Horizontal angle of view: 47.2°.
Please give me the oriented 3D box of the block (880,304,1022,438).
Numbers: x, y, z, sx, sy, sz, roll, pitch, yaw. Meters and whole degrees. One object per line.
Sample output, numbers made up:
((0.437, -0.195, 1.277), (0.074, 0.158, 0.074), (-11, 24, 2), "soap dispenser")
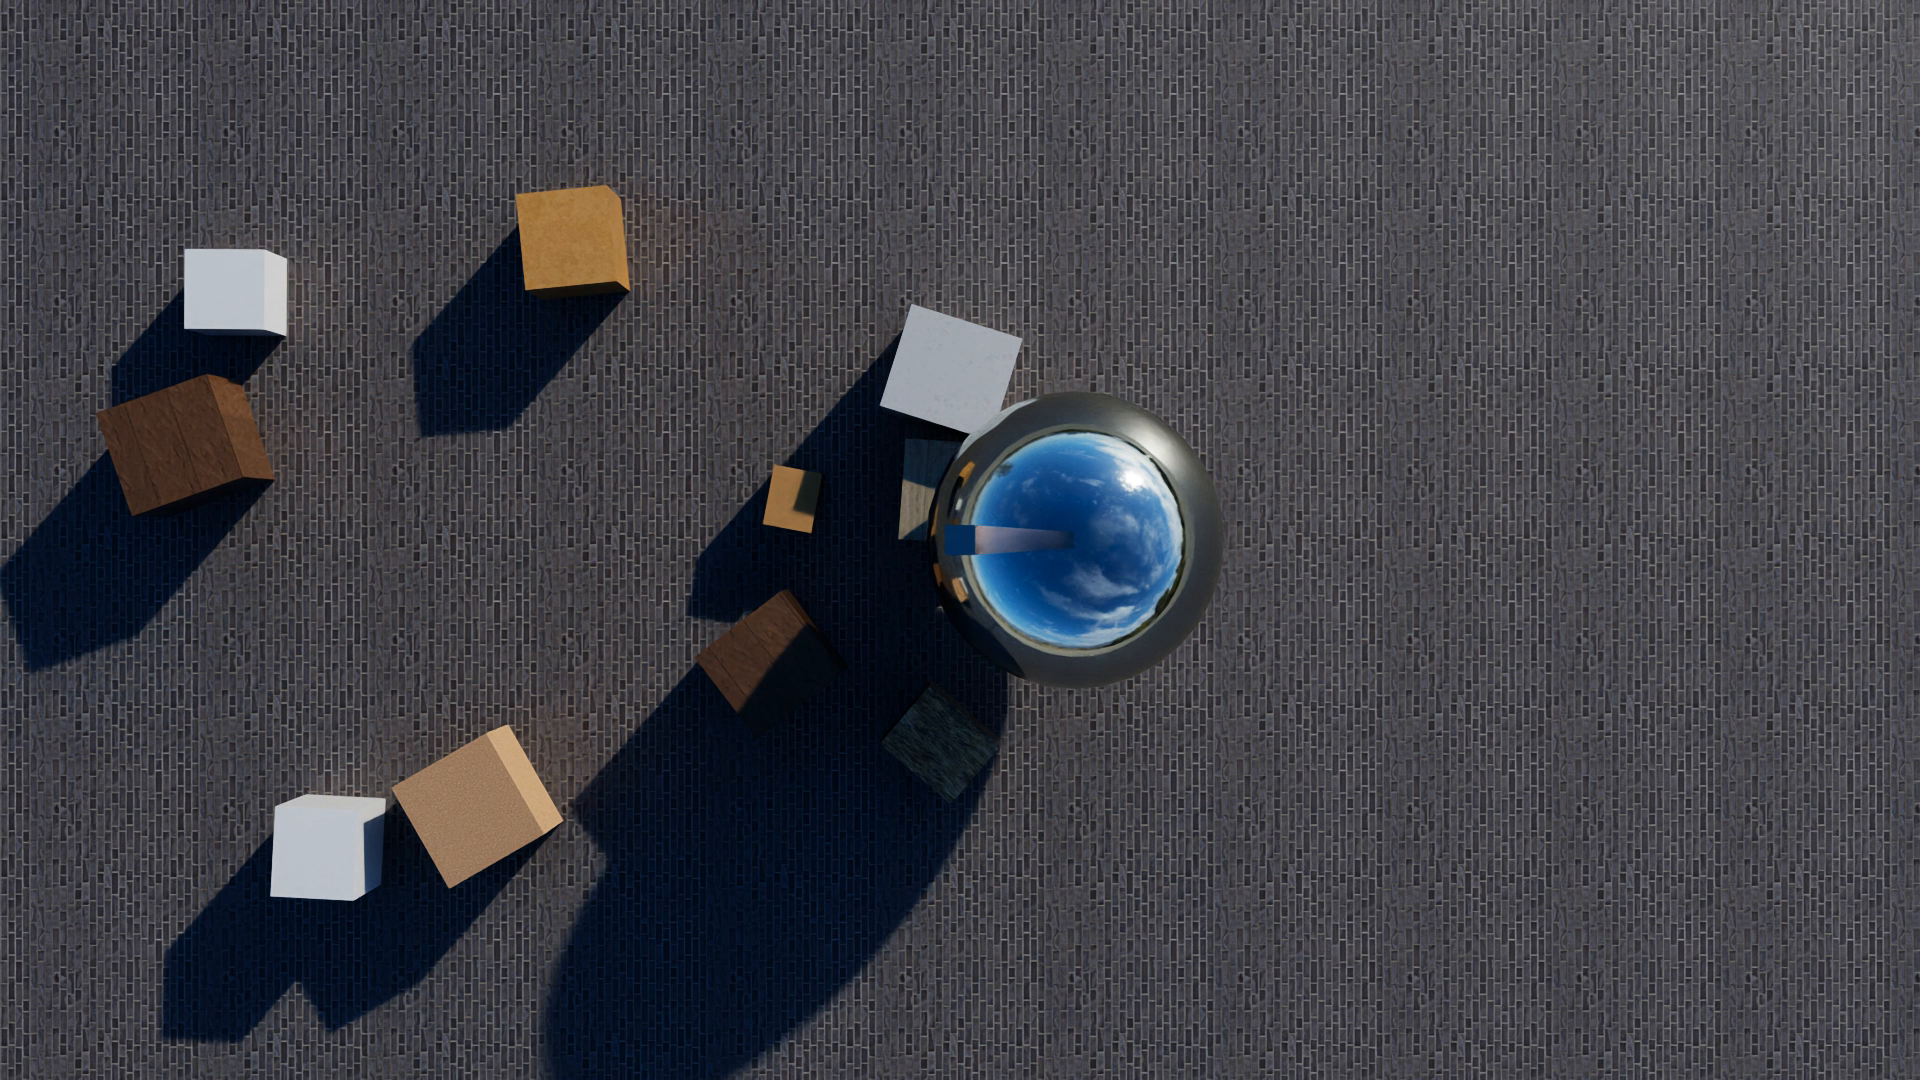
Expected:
((-0.050, -0.939, 12.648), (0.650, 0.705, 0.596), (17, 90, 0), "block")

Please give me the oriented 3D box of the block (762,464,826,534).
((-0.964, -0.237, 12.830), (0.283, 0.340, 0.349), (11, 90, 0), "block")

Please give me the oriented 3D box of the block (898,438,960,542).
((-0.058, -0.272, 12.739), (0.543, 0.523, 0.574), (4, 90, 0), "block")

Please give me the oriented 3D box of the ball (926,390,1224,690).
((0.613, 0.000, 11.795), (1.600, 1.600, 1.600), (0, 90, 0), "ball")

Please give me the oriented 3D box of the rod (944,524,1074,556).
((0.266, 0.000, 8.412), (0.080, 5.200, 0.080), (0, 90, 6), "rod")

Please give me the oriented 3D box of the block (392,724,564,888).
((-2.776, 1.528, 12.699), (0.617, 0.603, 0.658), (-30, 90, 0), "block")

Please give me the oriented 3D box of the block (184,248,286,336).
((-4.210, -1.436, 12.793), (0.459, 0.413, 0.457), (0, 90, 0), "block")

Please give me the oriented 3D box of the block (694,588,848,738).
((-1.078, 0.705, 12.710), (0.617, 0.579, 0.582), (-38, 90, 0), "block")

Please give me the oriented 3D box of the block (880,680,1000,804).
((-0.112, 1.161, 12.728), (0.527, 0.545, 0.433), (41, 90, 0), "block")

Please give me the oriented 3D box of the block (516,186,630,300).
((-2.237, -1.718, 12.744), (0.520, 0.512, 0.548), (-6, 90, 0), "block")

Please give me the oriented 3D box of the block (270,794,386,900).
((-3.644, 1.770, 12.705), (0.470, 0.590, 0.509), (3, 90, 0), "block")

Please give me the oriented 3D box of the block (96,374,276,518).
((-4.464, -0.537, 12.708), (0.666, 0.583, 0.618), (-20, 90, 0), "block")
